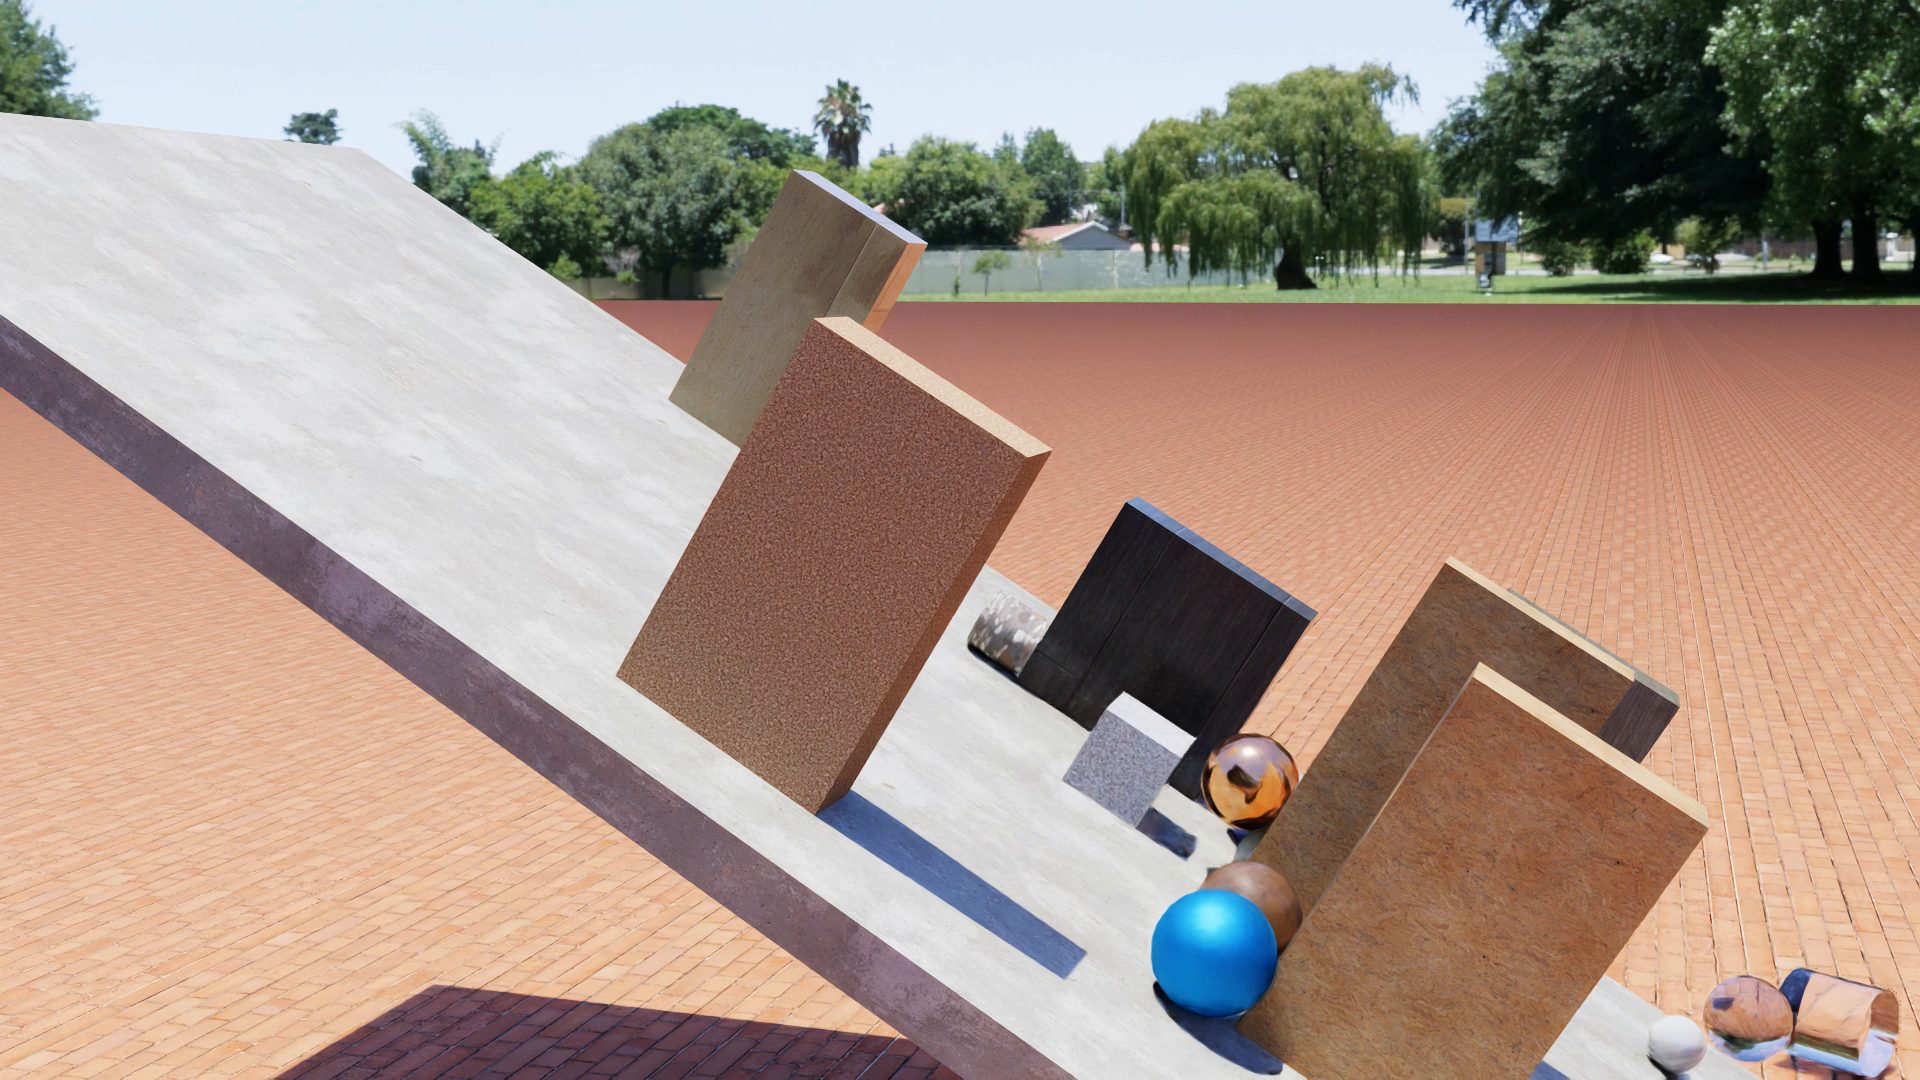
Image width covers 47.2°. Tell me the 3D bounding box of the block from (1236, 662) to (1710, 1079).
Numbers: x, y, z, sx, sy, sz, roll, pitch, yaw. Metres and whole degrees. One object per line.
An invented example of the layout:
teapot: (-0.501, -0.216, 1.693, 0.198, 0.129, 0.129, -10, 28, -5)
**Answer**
block: (0.782, 0.587, 3.395, 0.400, 0.678, 0.134, 34, 15, 11)

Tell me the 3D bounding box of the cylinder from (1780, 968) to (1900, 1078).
cylinder: (2.045, 1.125, 5.133, 0.207, 0.207, 0.207, -6, 11, -43)

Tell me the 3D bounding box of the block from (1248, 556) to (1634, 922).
block: (0.792, 0.437, 3.788, 0.360, 0.739, 0.102, 34, 15, 11)

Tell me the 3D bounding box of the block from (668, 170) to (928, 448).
block: (-0.361, -0.481, 4.859, 0.308, 0.587, 0.136, 34, 15, 11)

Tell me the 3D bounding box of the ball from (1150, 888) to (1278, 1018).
ball: (0.394, 0.641, 3.411, 0.197, 0.197, 0.197, 0, 7, 0)

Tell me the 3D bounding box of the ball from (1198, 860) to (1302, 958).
ball: (0.471, 0.617, 3.611, 0.181, 0.181, 0.181, 0, 7, 0)

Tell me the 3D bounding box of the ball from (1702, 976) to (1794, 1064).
ball: (1.721, 1.047, 4.805, 0.187, 0.187, 0.187, 0, 7, 0)

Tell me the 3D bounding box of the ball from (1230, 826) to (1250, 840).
ball: (0.596, 0.523, 4.272, 0.157, 0.157, 0.157, 0, 7, 0)

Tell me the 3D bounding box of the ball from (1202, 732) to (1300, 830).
ball: (0.526, 0.438, 3.989, 0.177, 0.177, 0.177, 0, 7, 0)

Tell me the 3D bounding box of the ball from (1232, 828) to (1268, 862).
ball: (0.572, 0.594, 4.008, 0.149, 0.149, 0.149, 0, 7, 0)

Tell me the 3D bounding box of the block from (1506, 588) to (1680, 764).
block: (0.936, 0.484, 3.960, 0.349, 0.715, 0.122, 34, 15, 11)

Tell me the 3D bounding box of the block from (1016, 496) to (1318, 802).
block: (0.410, 0.214, 4.380, 0.427, 0.433, 0.115, 34, 15, 11)

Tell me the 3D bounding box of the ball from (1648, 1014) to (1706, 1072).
ball: (1.434, 1.007, 4.399, 0.113, 0.113, 0.113, 0, 7, 0)

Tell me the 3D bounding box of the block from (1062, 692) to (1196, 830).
block: (0.315, 0.408, 4.094, 0.162, 0.162, 0.162, 33, 15, 9)

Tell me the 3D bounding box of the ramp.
ramp: (-0.165, 0.273, 4.118, 4.000, 0.100, 2.000, 34, 15, 11)

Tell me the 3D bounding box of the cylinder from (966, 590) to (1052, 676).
cylinder: (0.104, 0.191, 4.461, 0.130, 0.130, 0.130, 34, 15, 11)

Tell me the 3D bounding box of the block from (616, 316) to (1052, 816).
block: (-0.197, 0.037, 3.357, 0.383, 0.646, 0.146, 34, 15, 11)
